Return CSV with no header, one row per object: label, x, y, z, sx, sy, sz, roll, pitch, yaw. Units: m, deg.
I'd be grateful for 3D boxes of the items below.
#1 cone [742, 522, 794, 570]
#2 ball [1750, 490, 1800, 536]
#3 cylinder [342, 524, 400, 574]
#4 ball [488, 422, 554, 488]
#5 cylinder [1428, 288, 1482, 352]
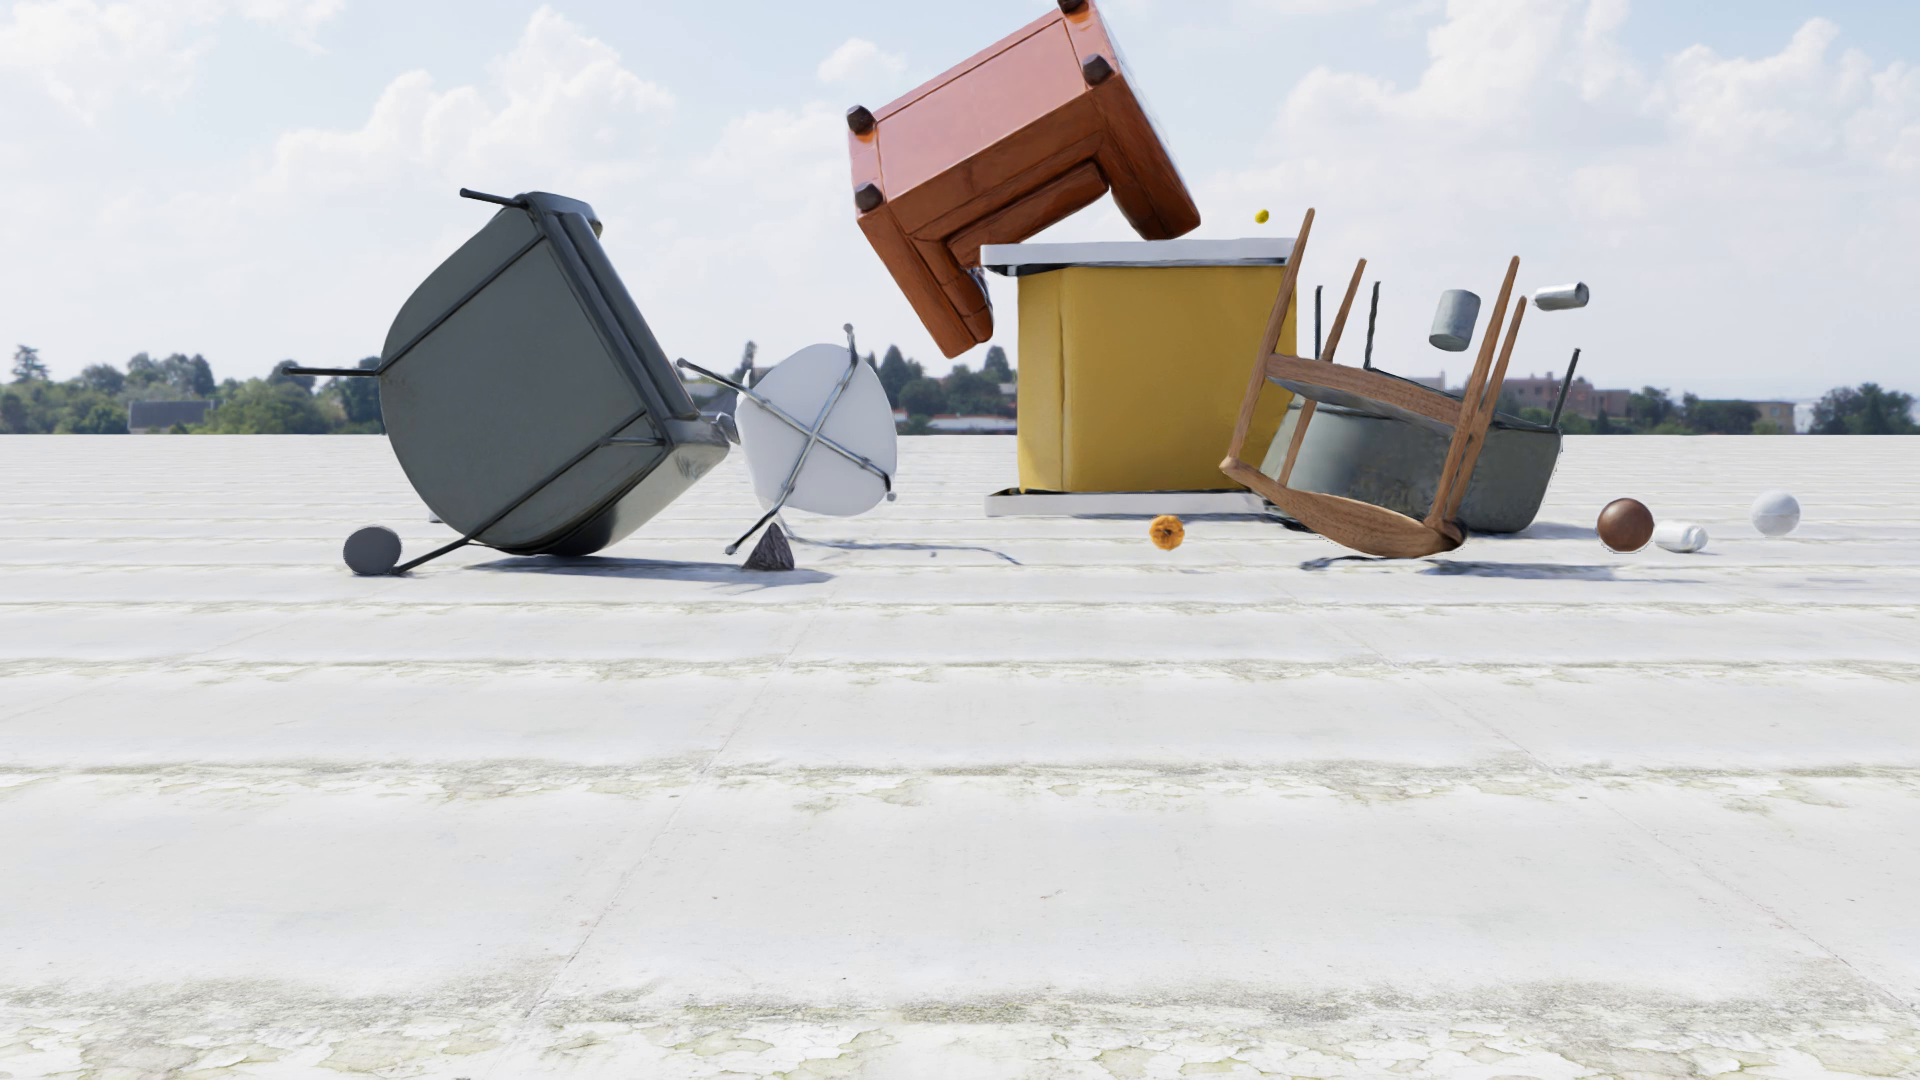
cone,-0.494,0.044,5.476,0.127,0.135,0.081,-28,-18,19
ball,1.939,-0.064,5.227,0.112,0.112,0.112,0,4,0
cylinder,-1.436,0.023,5.370,0.137,0.114,0.152,-8,5,-14
ball,-1.503,-0.292,7.531,0.224,0.224,0.224,0,4,0
cylinder,1.618,-0.718,7.186,0.134,0.172,0.113,11,-21,25
